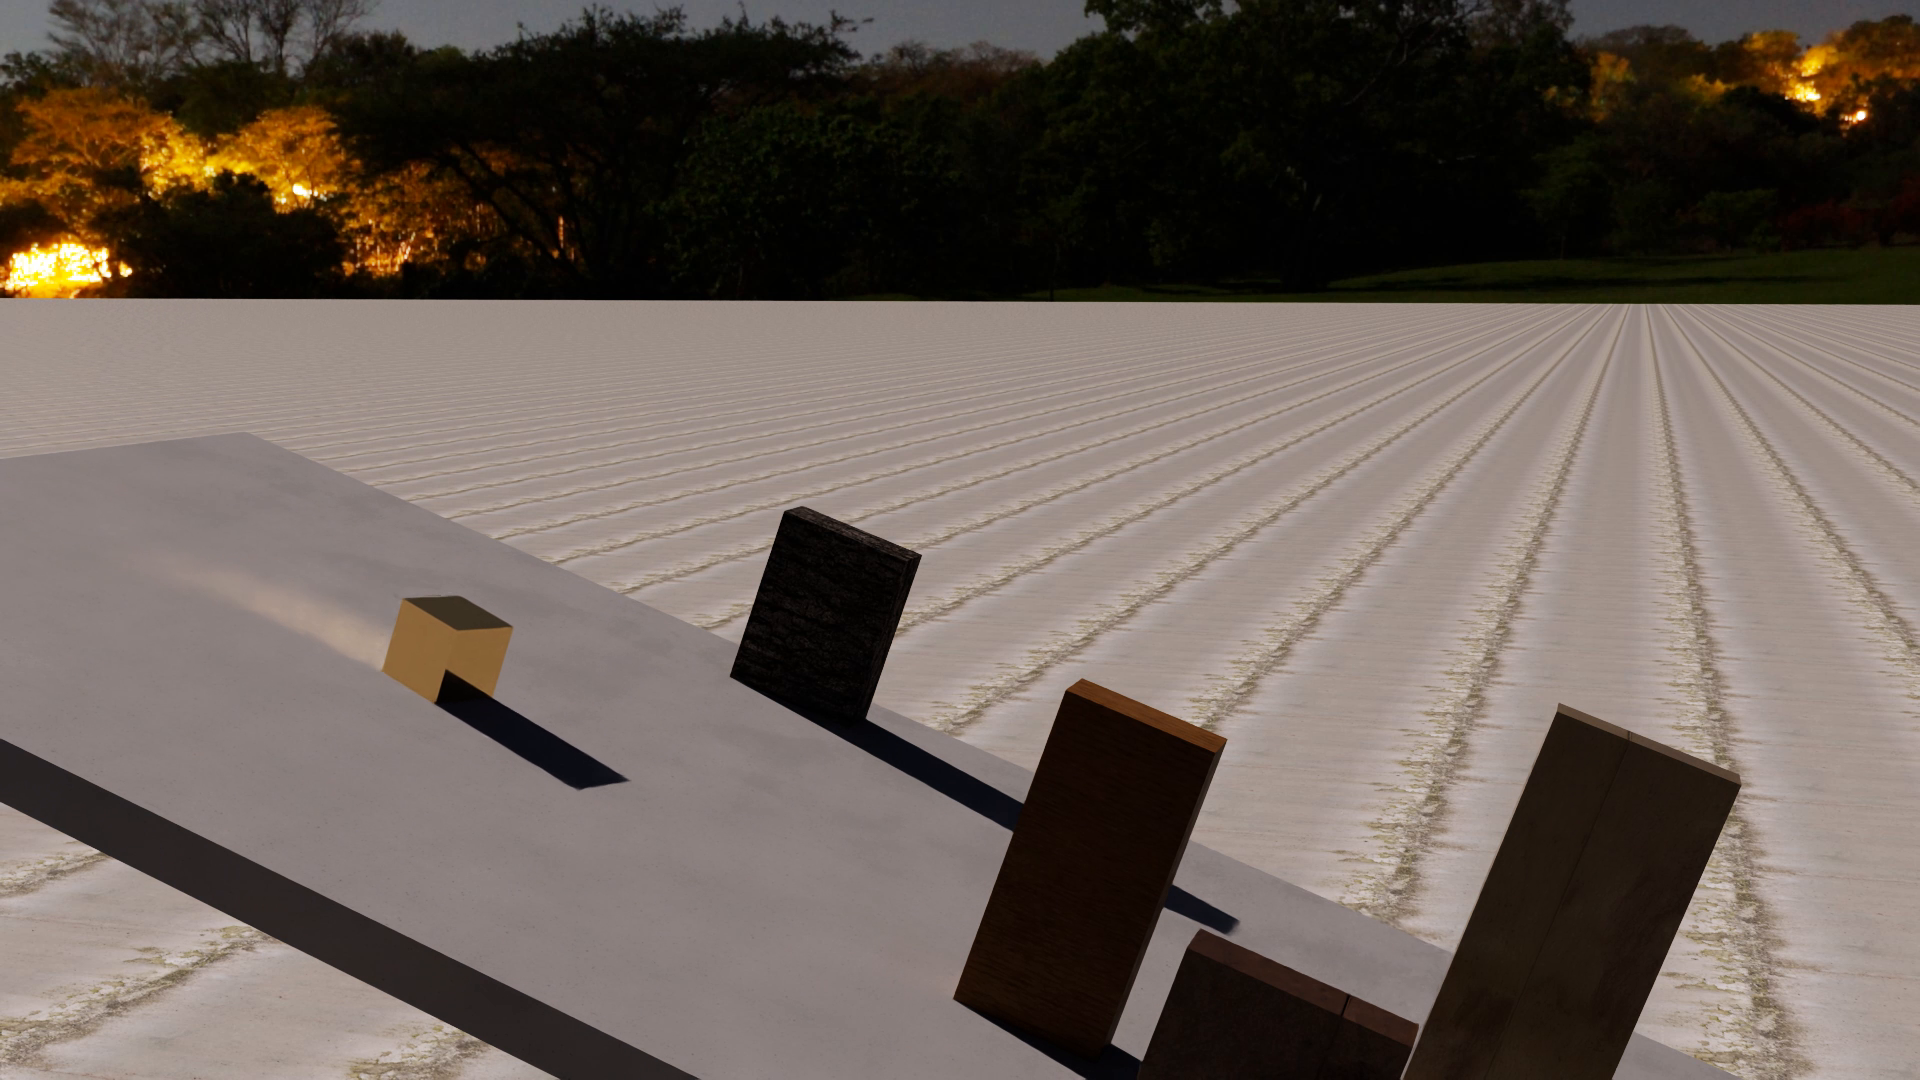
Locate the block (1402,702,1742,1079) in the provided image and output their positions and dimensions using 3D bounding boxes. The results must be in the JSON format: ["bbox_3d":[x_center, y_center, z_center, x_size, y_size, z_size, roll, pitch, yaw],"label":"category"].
[{"bbox_3d":[1.076,0.709,3.915,0.328,0.768,0.084,22,13,14],"label":"block"}]

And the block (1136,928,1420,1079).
[{"bbox_3d":[0.431,0.835,3.227,0.344,0.409,0.100,22,13,14],"label":"block"}]

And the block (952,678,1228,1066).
[{"bbox_3d":[0.217,0.557,3.710,0.266,0.580,0.112,22,13,14],"label":"block"}]

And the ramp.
[{"bbox_3d":[-0.336,0.618,4.213,4.000,0.100,2.000,22,13,14],"label":"ramp"}]

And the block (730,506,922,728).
[{"bbox_3d":[-0.306,0.173,5.000,0.306,0.409,0.115,22,13,14],"label":"block"}]

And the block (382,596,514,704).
[{"bbox_3d":[-1.011,0.215,4.340,0.156,0.156,0.156,26,14,29],"label":"block"}]
